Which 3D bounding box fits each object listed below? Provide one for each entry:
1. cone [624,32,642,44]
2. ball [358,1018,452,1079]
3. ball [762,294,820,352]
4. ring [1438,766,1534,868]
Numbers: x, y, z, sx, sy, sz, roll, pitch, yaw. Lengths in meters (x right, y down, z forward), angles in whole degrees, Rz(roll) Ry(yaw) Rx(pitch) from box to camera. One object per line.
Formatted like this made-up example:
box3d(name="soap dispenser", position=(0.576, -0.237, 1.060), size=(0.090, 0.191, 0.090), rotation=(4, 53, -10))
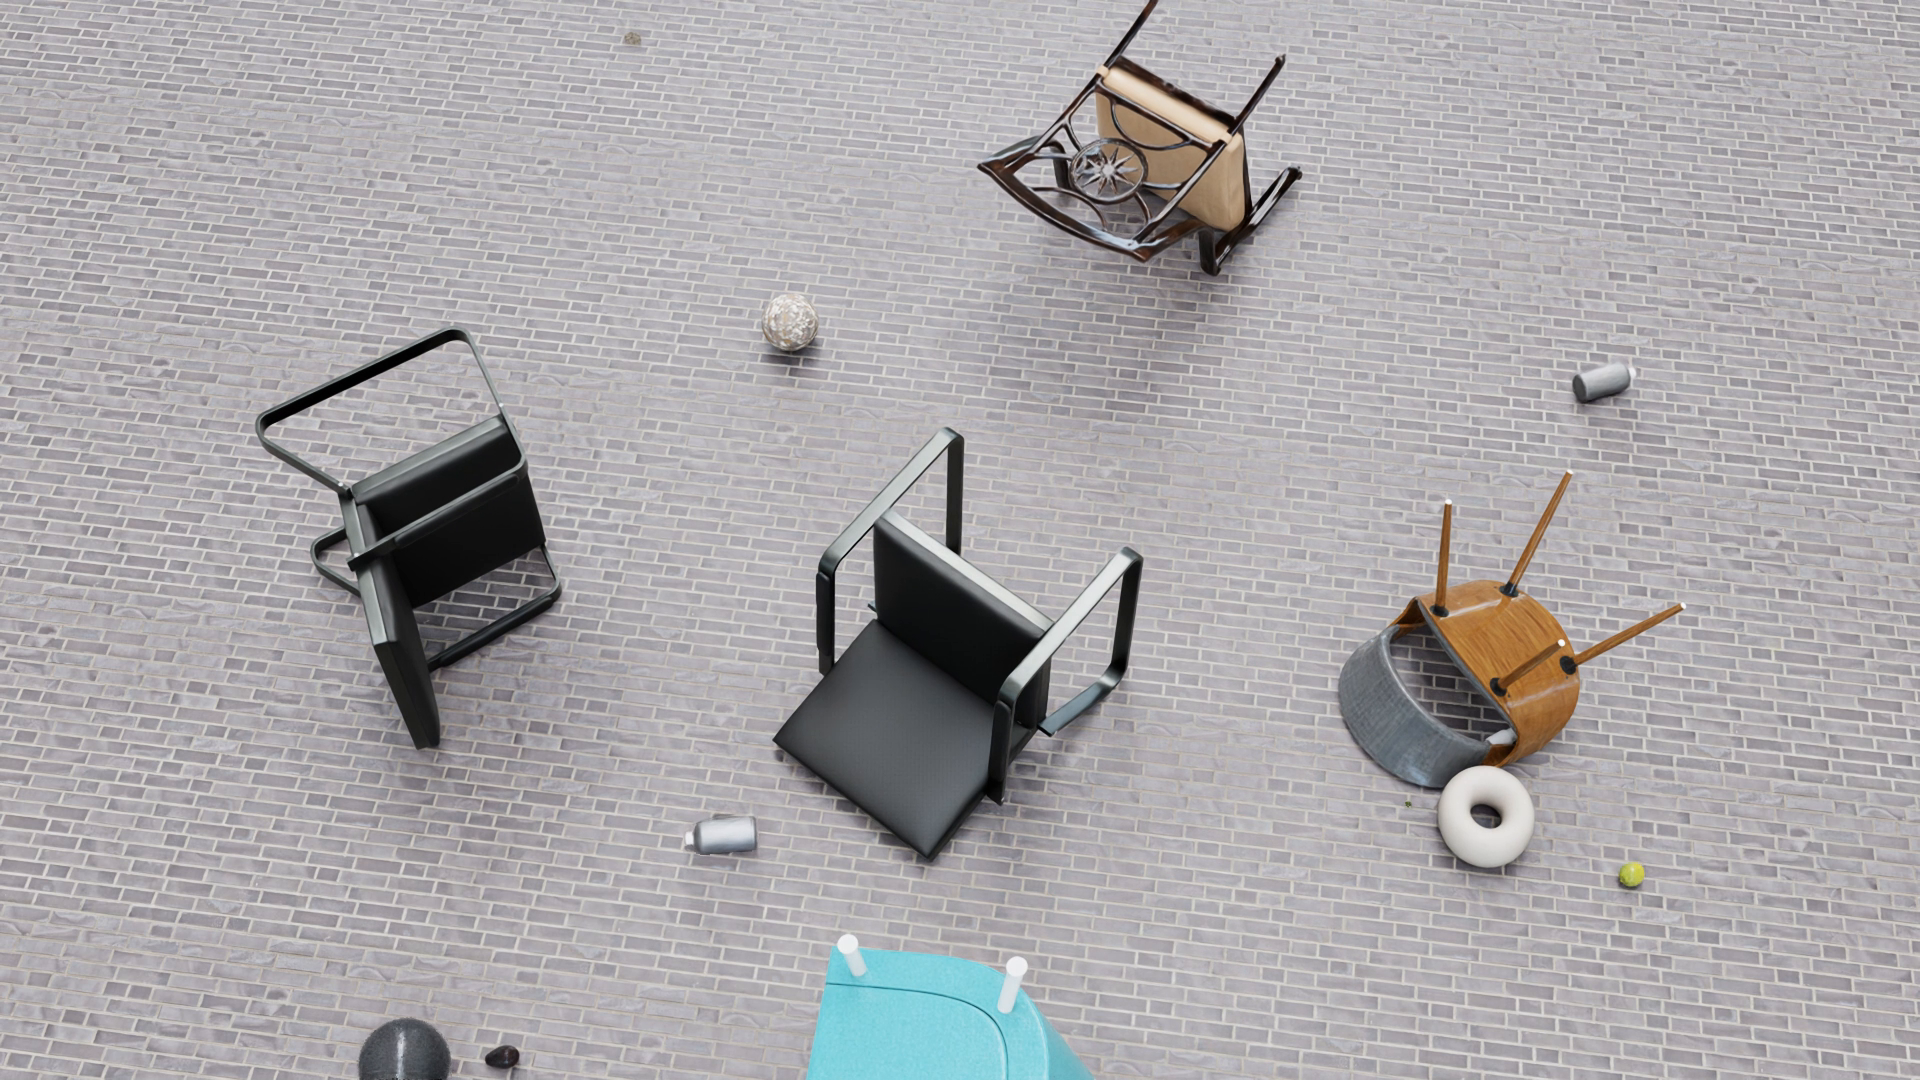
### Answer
box3d(name="cone", position=(-1.144, -1.781, 7.755), size=(0.062, 0.047, 0.063), rotation=(9, 36, 8))
box3d(name="ball", position=(-1.401, 1.323, 5.548), size=(0.229, 0.229, 0.229), rotation=(0, 56, 0))
box3d(name="ball", position=(-0.535, -0.686, 6.925), size=(0.182, 0.182, 0.182), rotation=(0, 56, 0))
box3d(name="ring", position=(1.431, 0.752, 5.984), size=(0.259, 0.144, 0.284), rotation=(2, 58, 4))
